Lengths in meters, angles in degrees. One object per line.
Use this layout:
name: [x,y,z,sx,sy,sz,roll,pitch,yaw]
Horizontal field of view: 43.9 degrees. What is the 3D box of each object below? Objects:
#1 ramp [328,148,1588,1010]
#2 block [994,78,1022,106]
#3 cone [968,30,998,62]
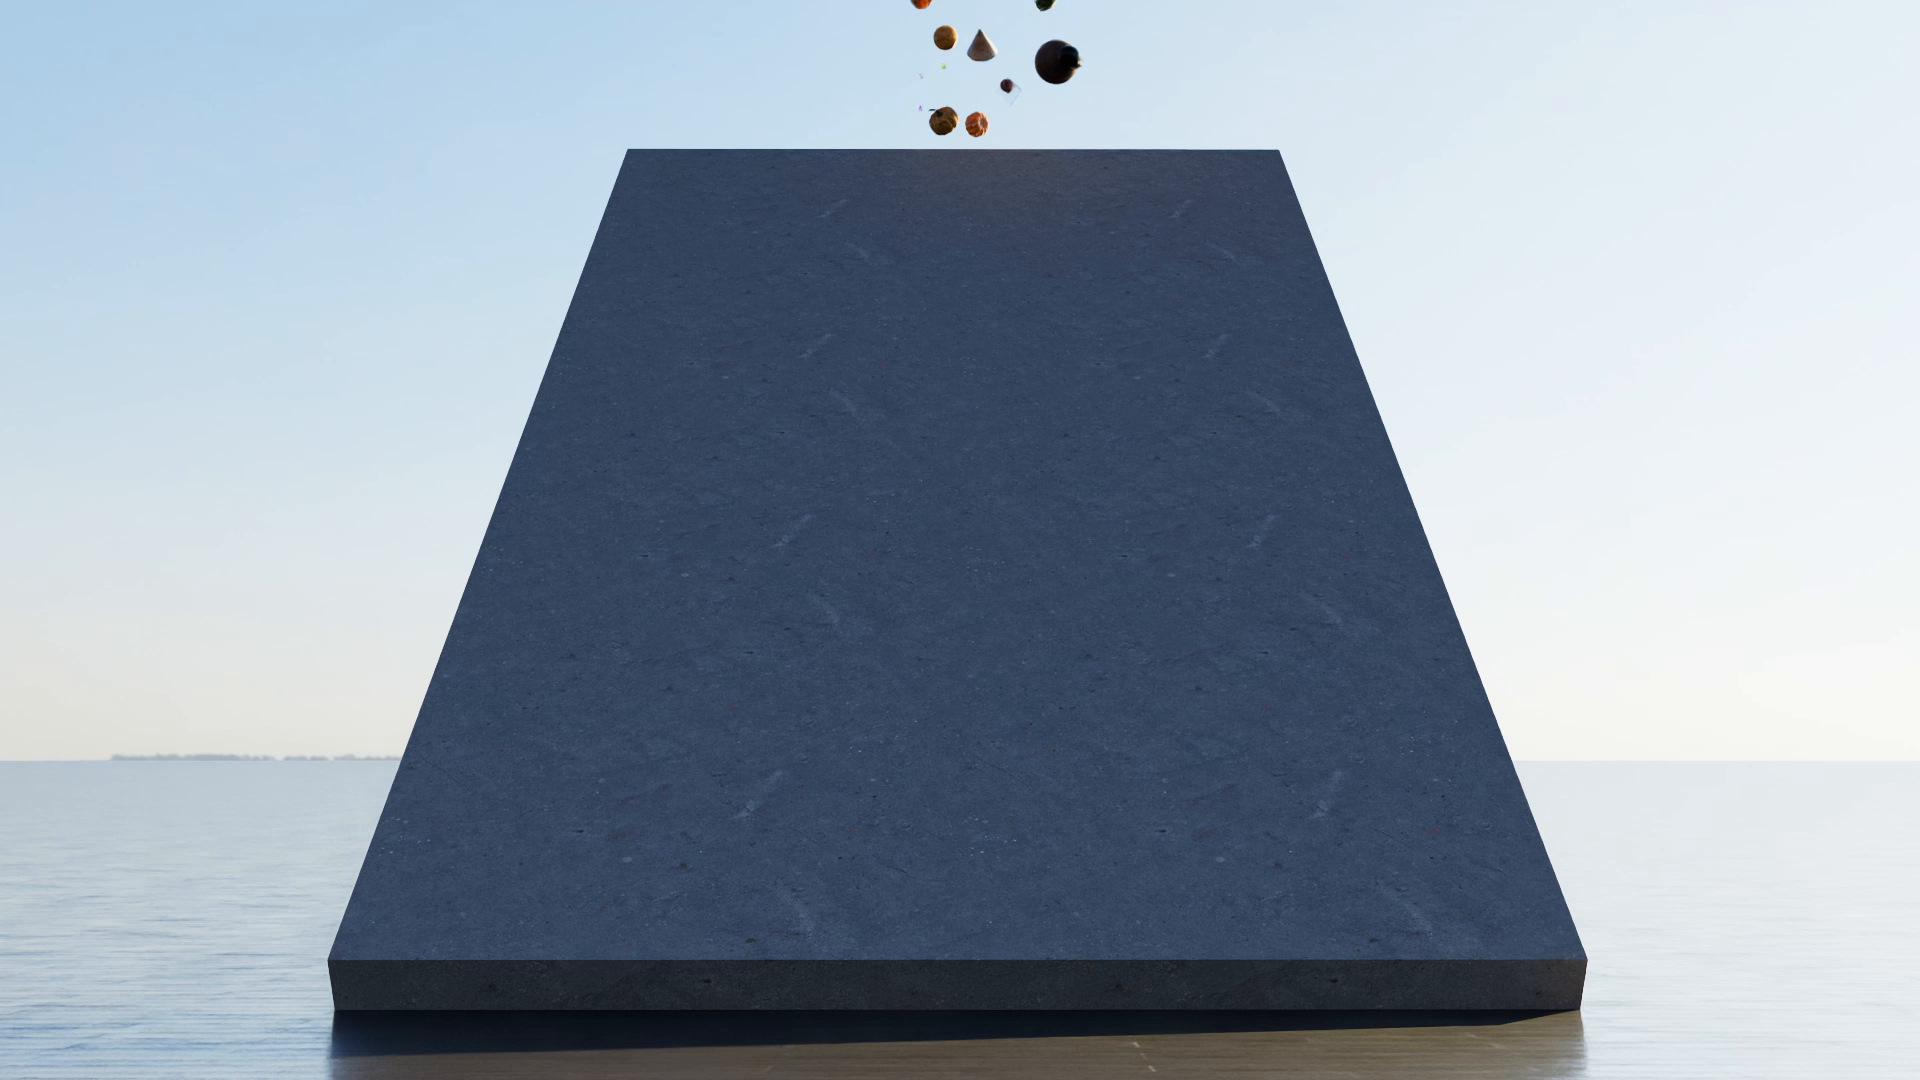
ramp: [-0.011,-0.223,5.572,2.000,0.100,4.000,0,28,0]
block: [0.145,-1.350,7.183,0.058,0.058,0.058,36,3,-8]
cone: [0.065,-1.534,7.308,0.094,0.094,0.094,0,-38,5]
